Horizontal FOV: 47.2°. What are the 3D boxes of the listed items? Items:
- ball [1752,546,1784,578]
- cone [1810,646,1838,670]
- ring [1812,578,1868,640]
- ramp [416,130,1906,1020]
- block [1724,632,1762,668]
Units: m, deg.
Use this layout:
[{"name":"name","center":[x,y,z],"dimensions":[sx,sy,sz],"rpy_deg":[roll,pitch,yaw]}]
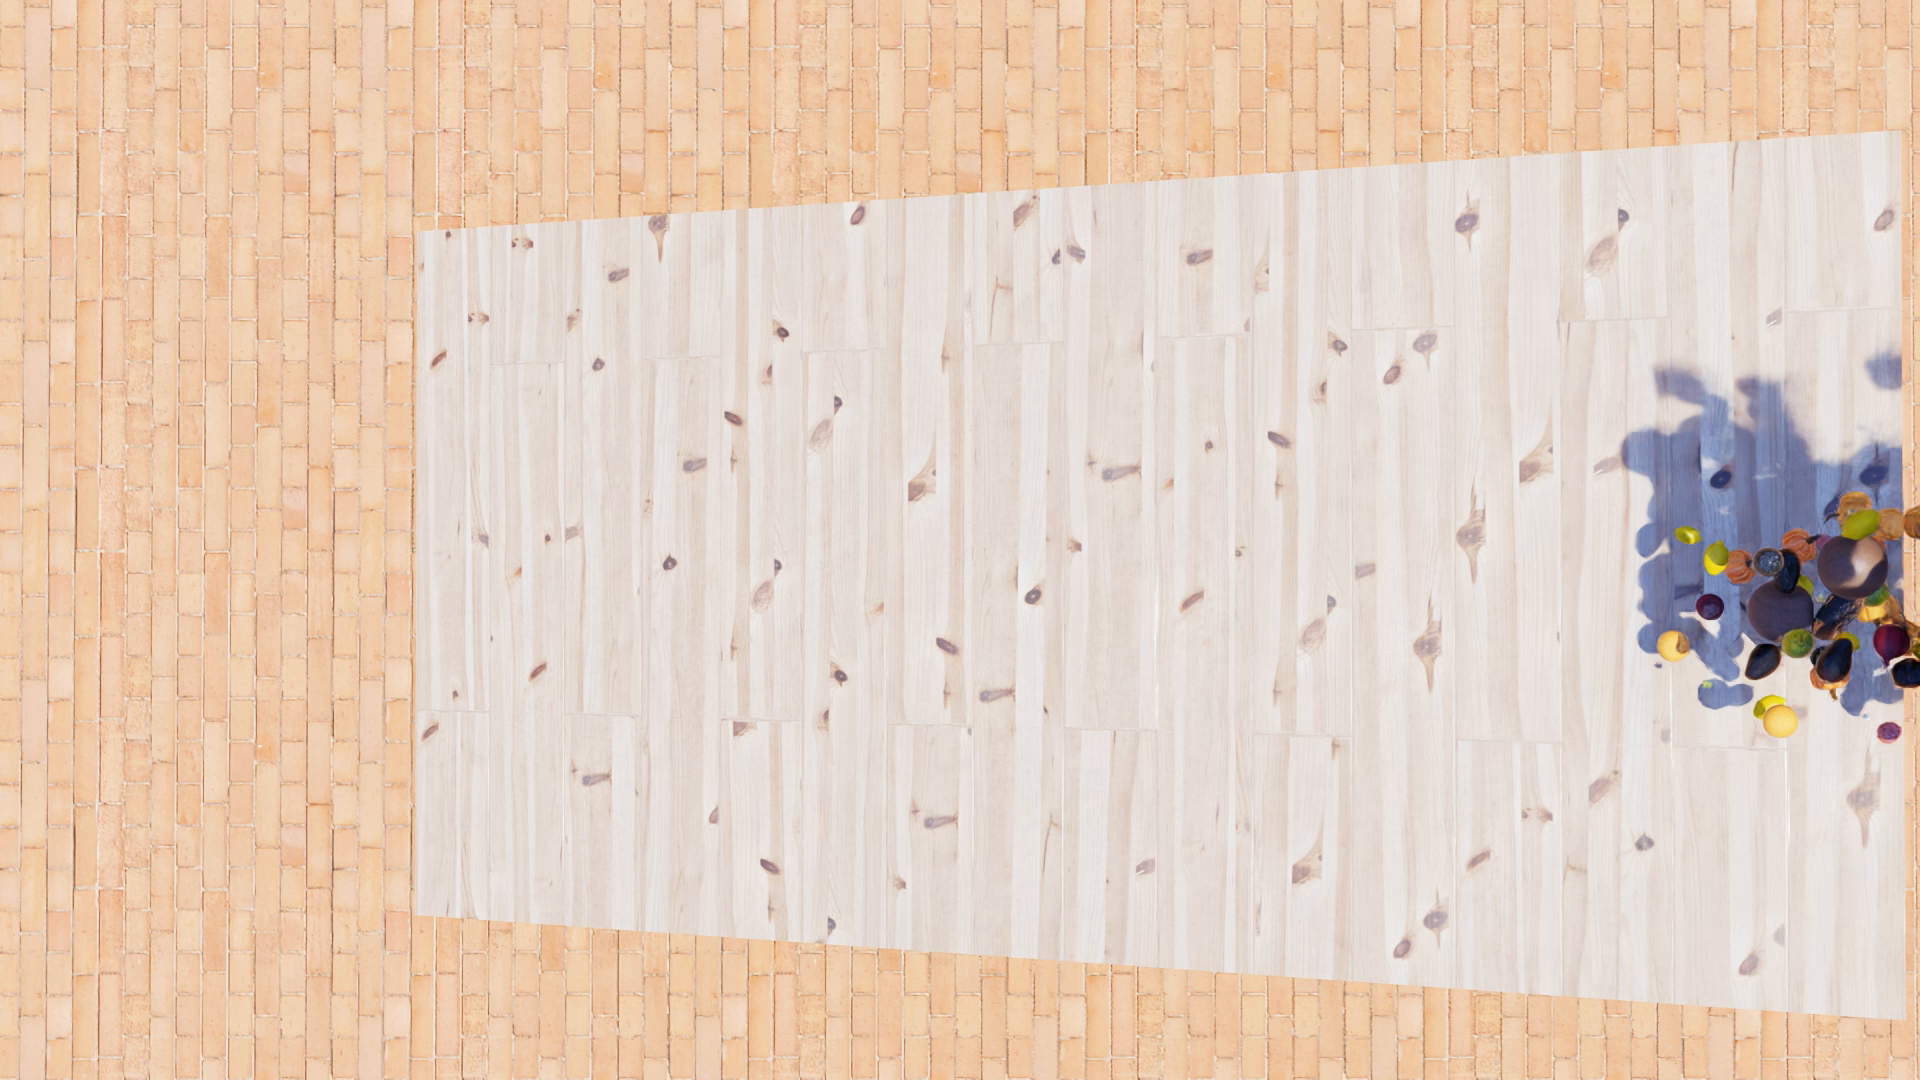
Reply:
[{"name":"ball","center":[1.604,0.044,4.363],"dimensions":[0.060,0.060,0.060],"rpy_deg":[0,89,0]},{"name":"cone","center":[1.800,0.234,4.590],"dimensions":[0.053,0.053,0.053],"rpy_deg":[-15,53,20]},{"name":"ring","center":[1.792,0.142,4.478],"dimensions":[0.049,0.147,0.147],"rpy_deg":[40,89,27]},{"name":"ramp","center":[0.283,0.087,5.734],"dimensions":[4.000,0.100,2.000],"rpy_deg":[0,89,22]},{"name":"block","center":[1.693,0.238,4.752],"dimensions":[0.054,0.054,0.054],"rpy_deg":[-45,76,13]}]
